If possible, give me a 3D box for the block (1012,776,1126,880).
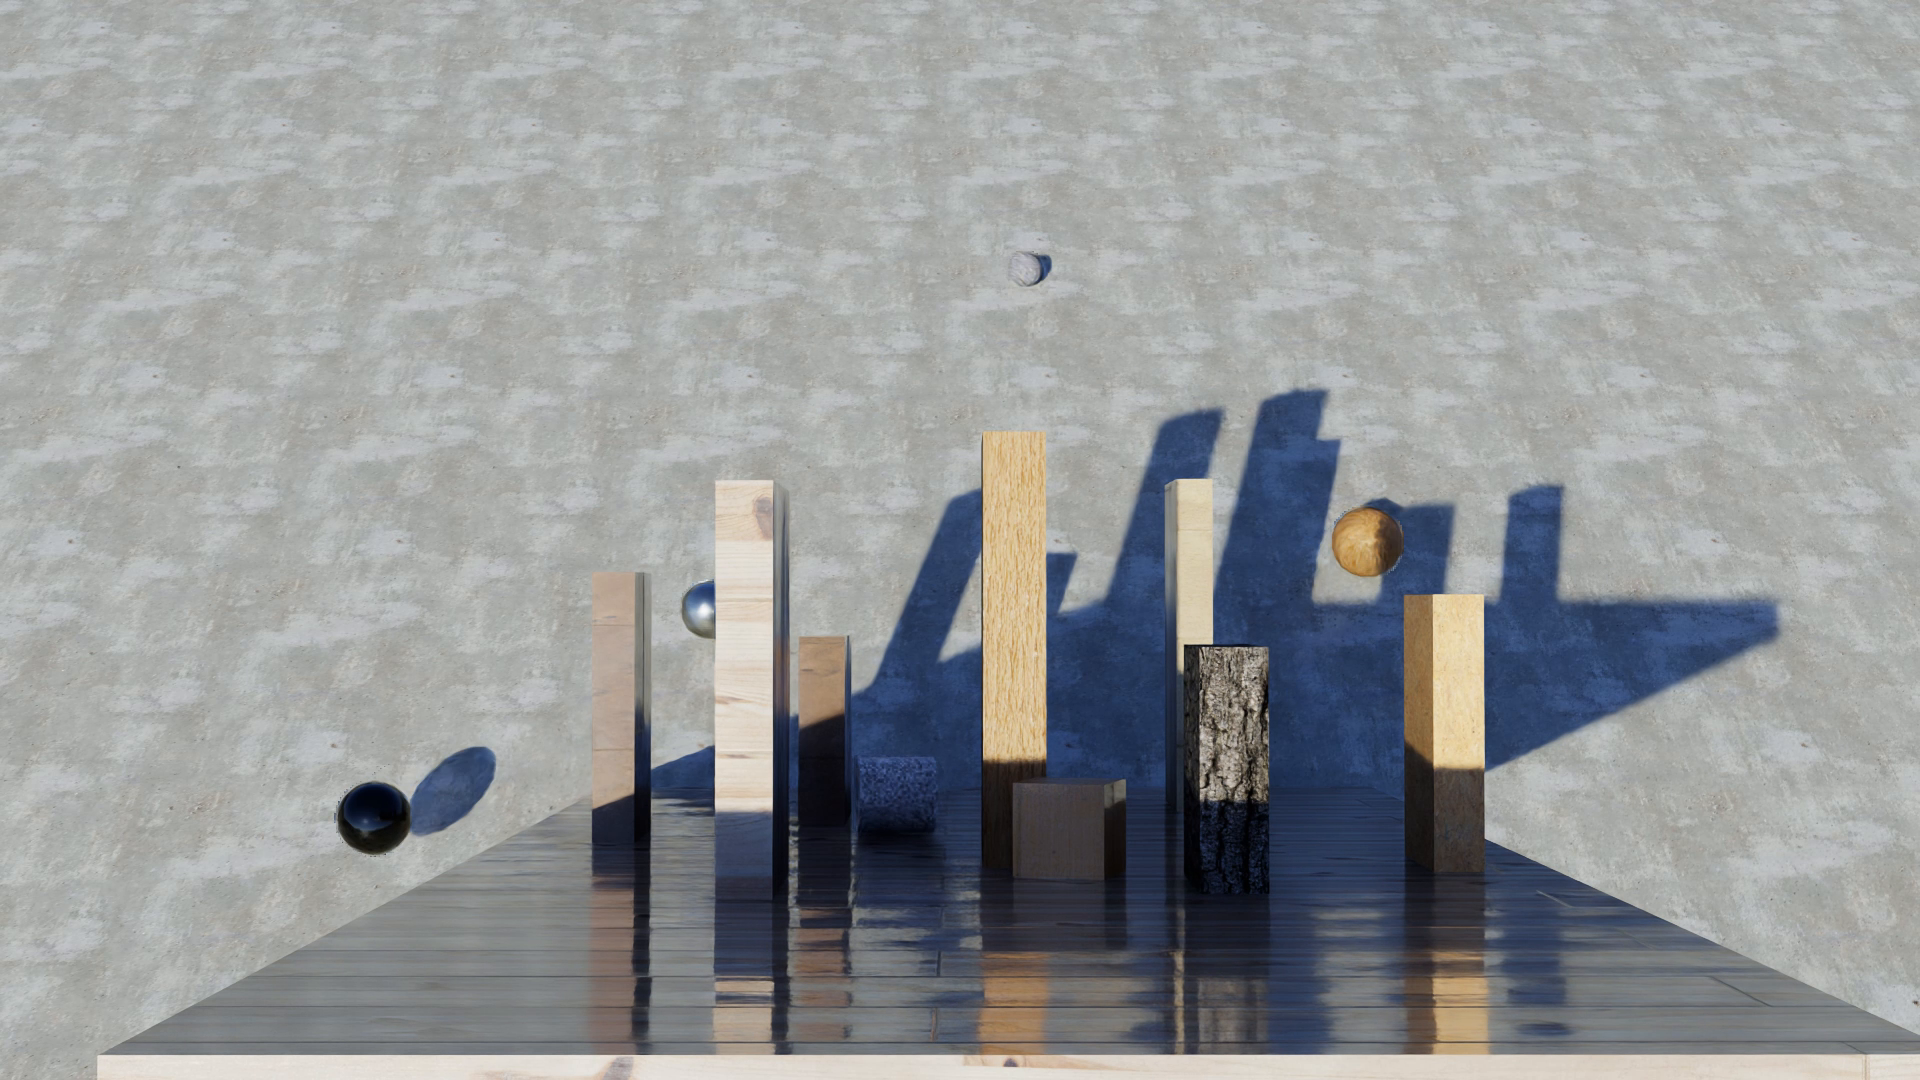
[{"bbox_3d":[0.196,0.512,4.628,0.165,0.165,0.165,0,-1,17],"label":"block"}]

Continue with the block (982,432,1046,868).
[{"bbox_3d":[0.100,0.204,4.927,0.115,0.797,0.378,0,-1,0],"label":"block"}]

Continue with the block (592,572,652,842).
[{"bbox_3d":[-0.698,0.340,5.366,0.086,0.544,0.283,0,-1,0],"label":"block"}]

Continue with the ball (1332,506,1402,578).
[{"bbox_3d":[1.207,0.006,7.699,0.209,0.209,0.209,0,34,0],"label":"ball"}]

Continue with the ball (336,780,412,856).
[{"bbox_3d":[-1.465,0.696,6.493,0.185,0.185,0.185,0,34,0],"label":"ball"}]

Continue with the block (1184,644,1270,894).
[{"bbox_3d":[0.456,0.387,4.466,0.115,0.409,0.306,0,-1,0],"label":"block"}]

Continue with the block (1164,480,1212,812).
[{"bbox_3d":[0.543,0.247,6.165,0.084,0.768,0.328,0,-1,0],"label":"block"}]

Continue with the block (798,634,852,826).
[{"bbox_3d":[-0.299,0.418,5.789,0.100,0.409,0.344,0,-1,0],"label":"block"}]

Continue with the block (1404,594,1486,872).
[{"bbox_3d":[0.896,0.350,4.812,0.091,0.498,0.306,0,-1,0],"label":"block"}]

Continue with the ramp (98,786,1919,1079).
[{"bbox_3d":[0.075,0.649,4.781,2.000,0.100,4.000,0,-1,0],"label":"ramp"}]

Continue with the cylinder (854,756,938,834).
[{"bbox_3d":[-0.136,0.532,5.430,0.160,0.160,0.160,0,33,-8],"label":"cylinder"}]

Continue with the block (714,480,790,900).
[{"bbox_3d":[-0.352,0.249,4.437,0.094,0.683,0.414,0,-1,0],"label":"block"}]

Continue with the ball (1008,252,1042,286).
[{"bbox_3d":[0.230,-0.964,9.231,0.123,0.123,0.123,0,34,0],"label":"ball"}]

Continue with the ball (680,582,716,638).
[{"bbox_3d":[-0.719,0.201,7.447,0.164,0.164,0.164,0,34,0],"label":"ball"}]
